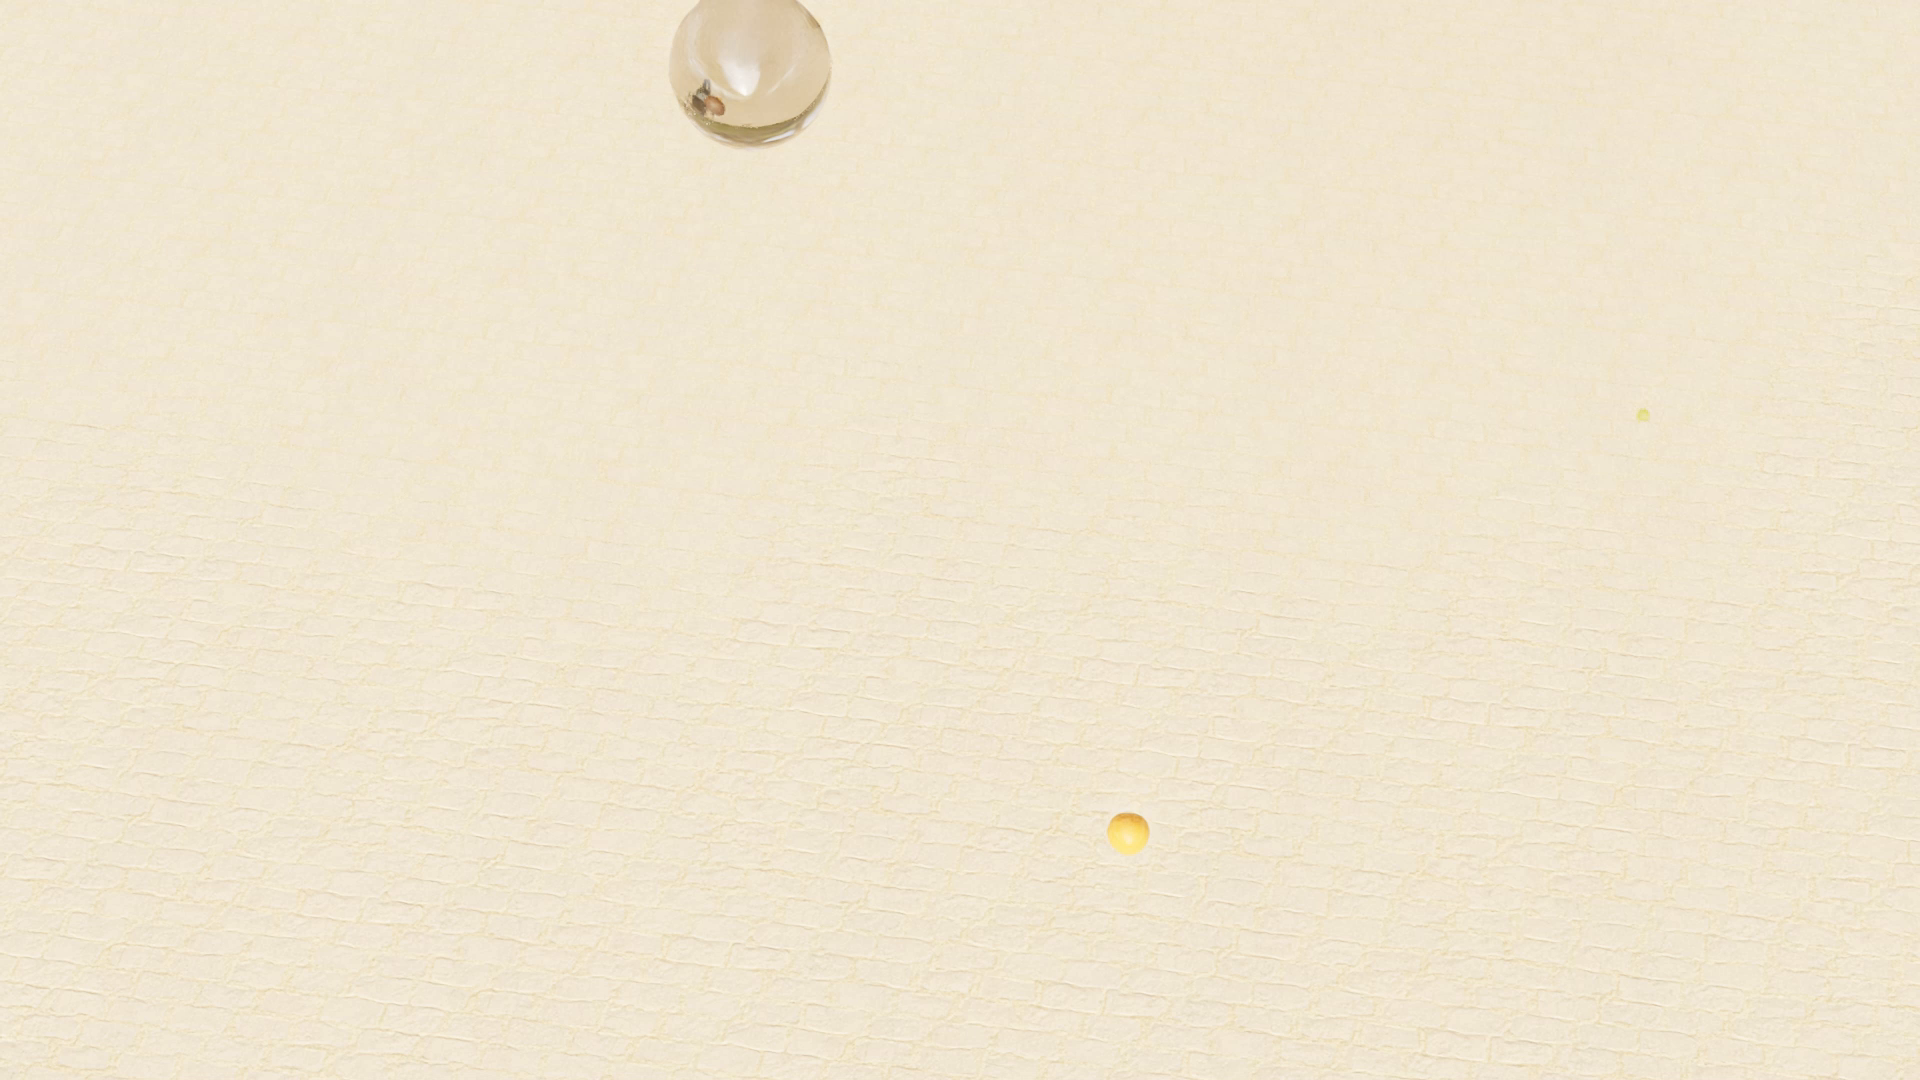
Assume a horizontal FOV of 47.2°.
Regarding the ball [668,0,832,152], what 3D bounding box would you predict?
[{"bbox_3d":[-0.235,-0.530,2.472,0.184,0.184,0.184,0,56,0],"label":"ball"}]
